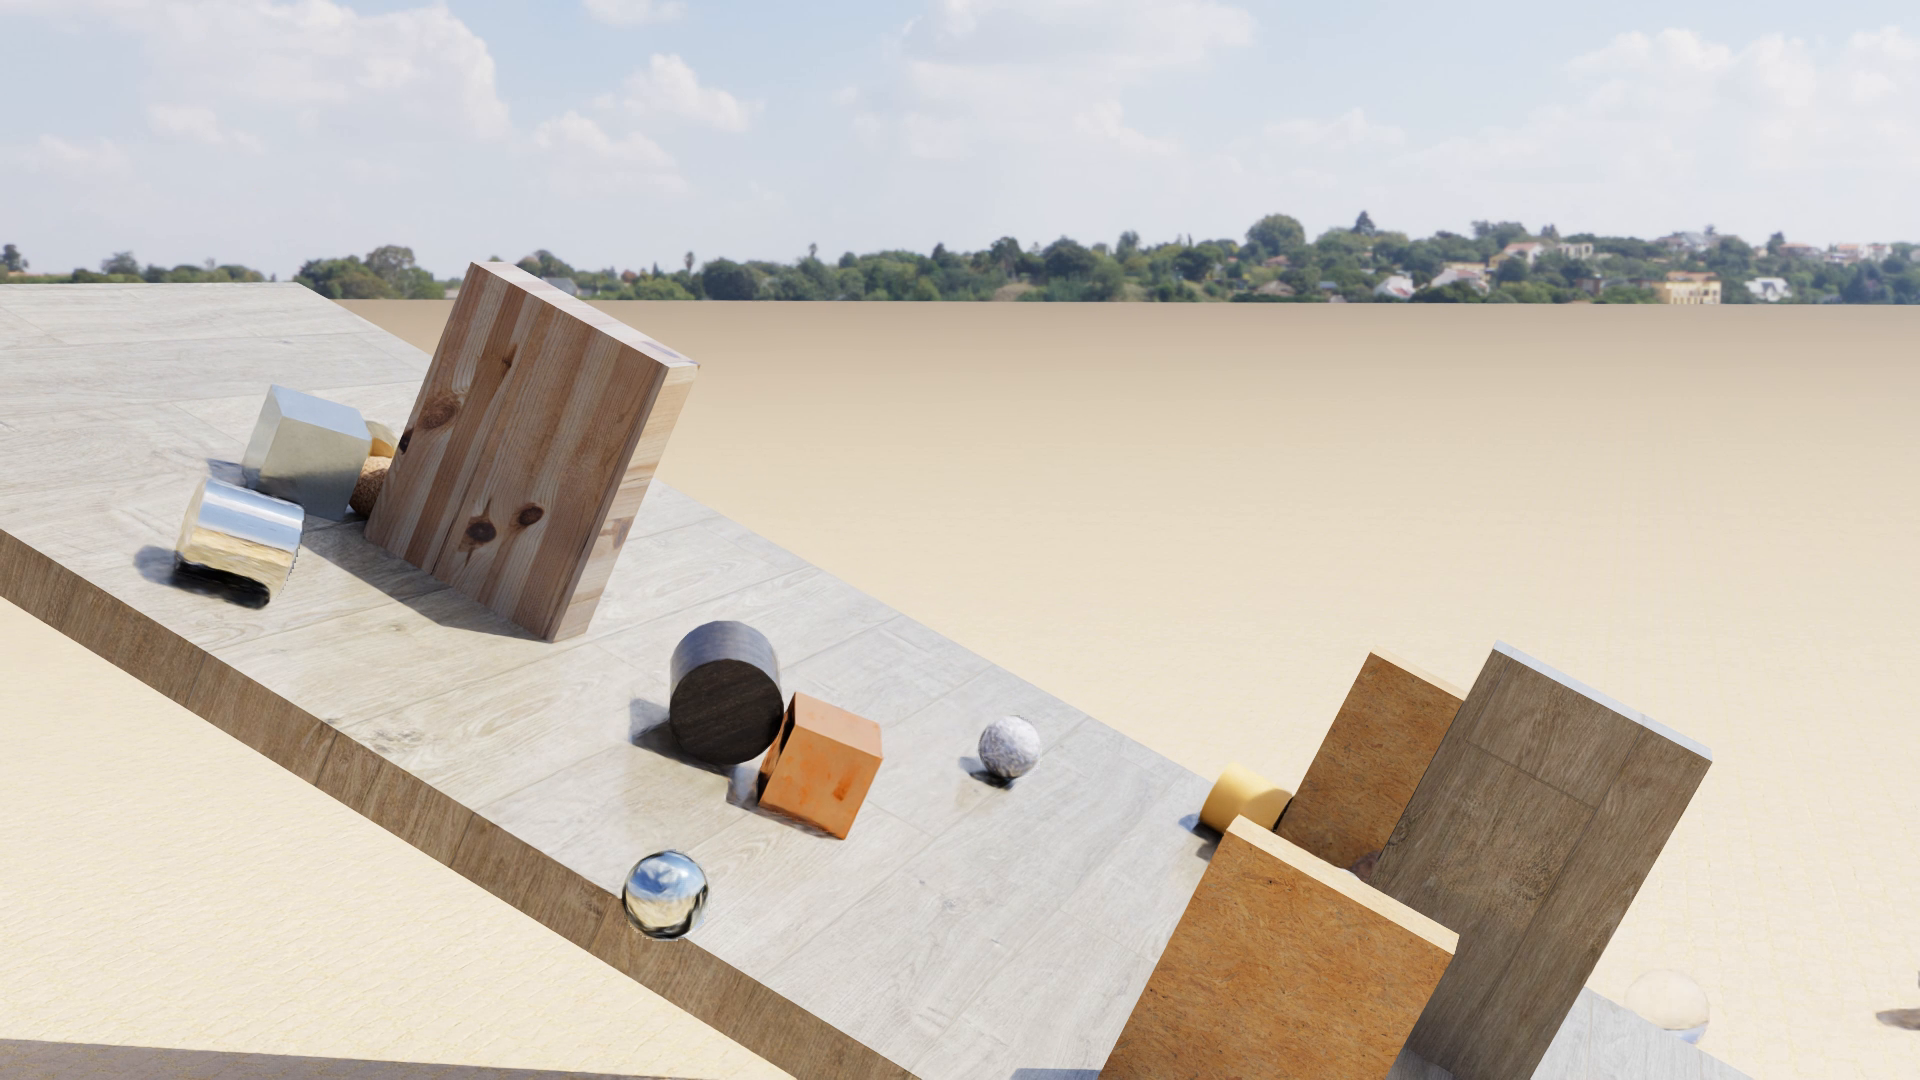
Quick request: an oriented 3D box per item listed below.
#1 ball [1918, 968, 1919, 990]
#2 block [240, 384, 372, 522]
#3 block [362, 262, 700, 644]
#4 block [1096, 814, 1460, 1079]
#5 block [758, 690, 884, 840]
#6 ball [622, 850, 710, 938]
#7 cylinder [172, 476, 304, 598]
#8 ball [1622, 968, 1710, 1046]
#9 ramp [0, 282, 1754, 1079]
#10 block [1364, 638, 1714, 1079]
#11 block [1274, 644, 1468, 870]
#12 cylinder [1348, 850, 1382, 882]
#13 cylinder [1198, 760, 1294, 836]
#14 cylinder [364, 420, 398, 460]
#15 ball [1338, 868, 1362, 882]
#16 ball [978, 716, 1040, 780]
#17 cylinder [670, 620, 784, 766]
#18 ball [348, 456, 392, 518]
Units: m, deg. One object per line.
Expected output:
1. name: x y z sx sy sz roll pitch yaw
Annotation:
1. ball: 2.482 1.100 5.471 0.184 0.184 0.184 0 7 0
2. block: -1.224 -0.162 4.116 0.171 0.171 0.171 17 16 -30
3. block: -0.792 -0.164 4.048 0.430 0.561 0.134 28 14 12
4. block: 0.459 0.698 3.232 0.360 0.461 0.098 28 14 12
5. block: -0.242 0.388 3.799 0.162 0.162 0.162 23 14 -10
6. ball: -0.420 0.506 3.140 0.124 0.124 0.124 0 7 0
7. cylinder: -1.185 -0.005 3.610 0.160 0.160 0.160 19 -2 -26
8. ball: 1.604 1.070 4.995 0.190 0.190 0.190 0 7 0
9. ramp: -0.256 0.433 4.166 4.000 0.100 2.000 28 14 12
10. block: 0.982 0.599 3.960 0.414 0.727 0.108 28 14 12
11. block: 0.900 0.528 4.549 0.359 0.508 0.097 28 14 12
12. cylinder: 0.862 0.730 4.428 0.153 0.153 0.153 0 24 4
13. cylinder: 0.605 0.568 4.651 0.148 0.148 0.148 29 16 16
14. cylinder: -1.167 -0.167 4.357 0.110 0.110 0.110 -2 22 -15
15. ball: 0.720 0.715 4.271 0.161 0.161 0.161 0 7 0
16. ball: 0.099 0.414 4.381 0.125 0.125 0.125 0 7 0
17. cylinder: -0.413 0.267 3.870 0.196 0.196 0.196 -1 18 -7
18. ball: -1.111 -0.100 4.188 0.120 0.120 0.120 0 7 0
